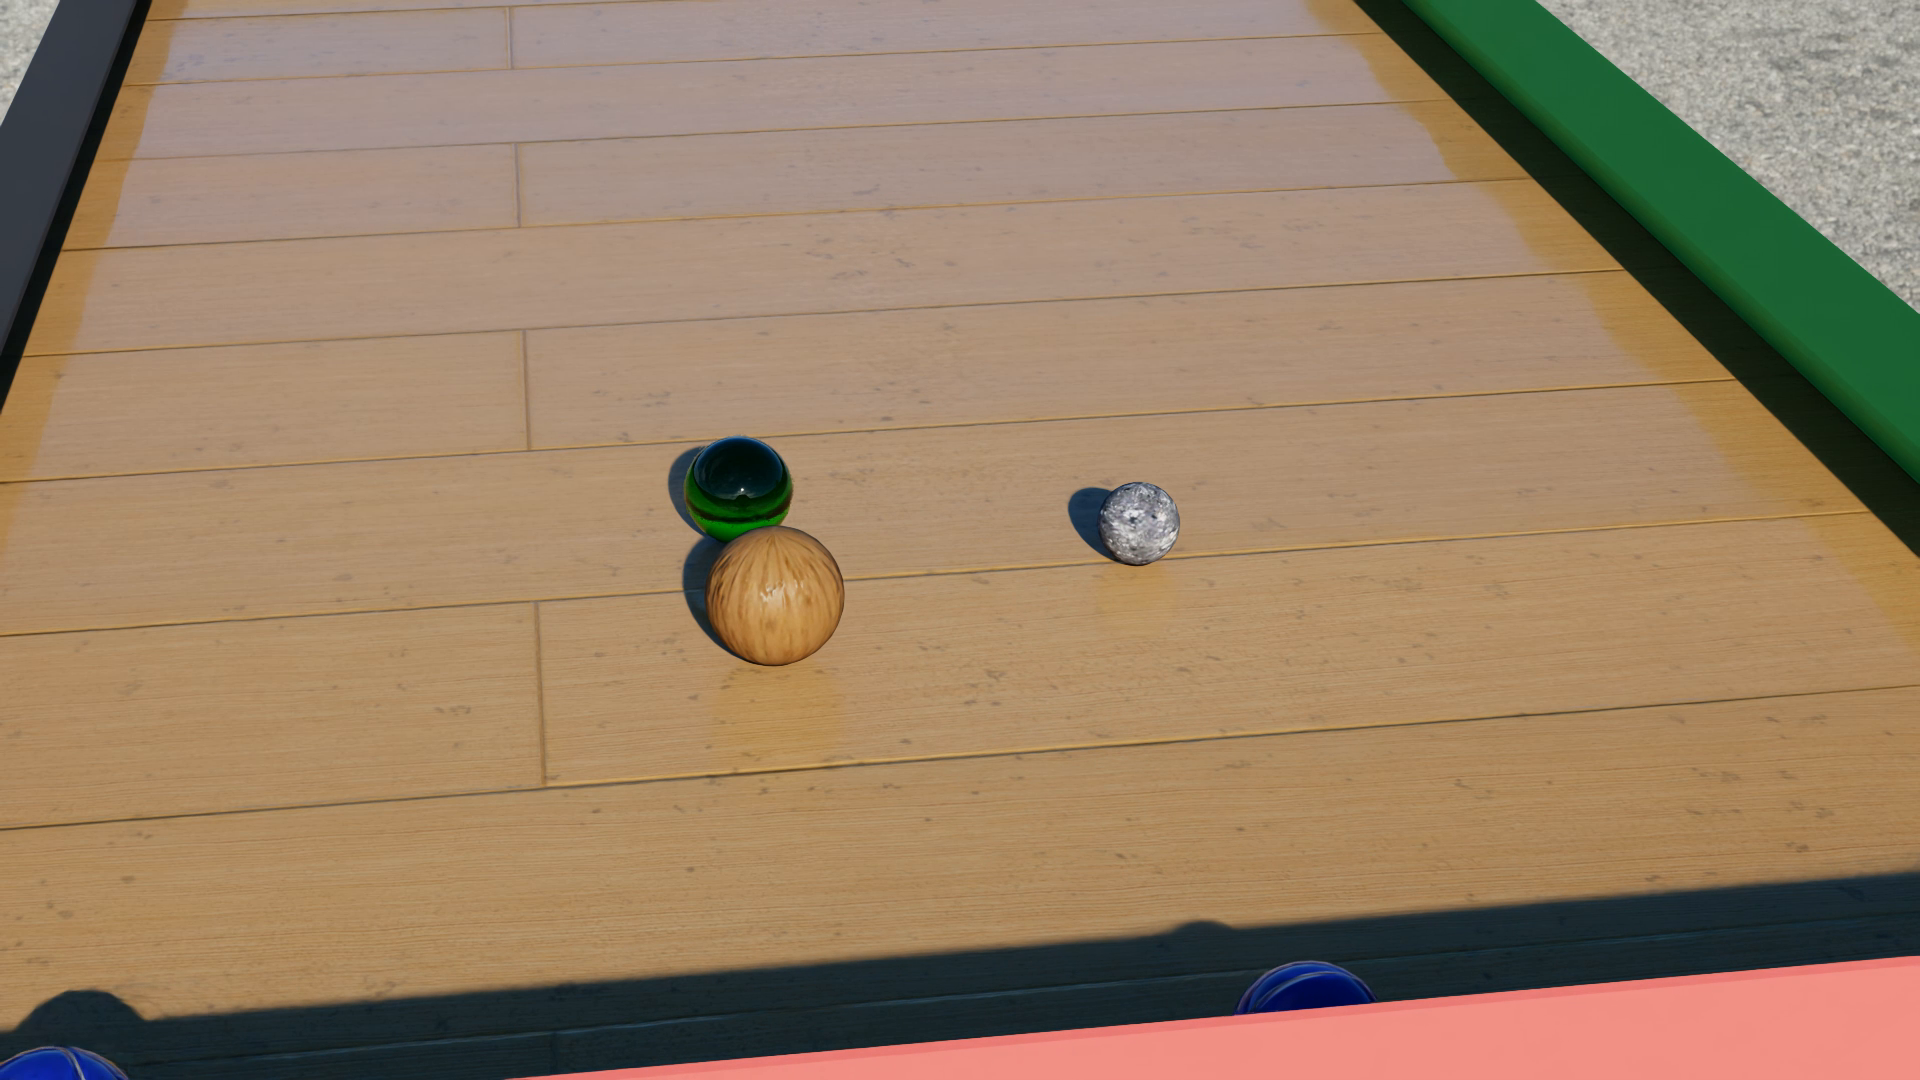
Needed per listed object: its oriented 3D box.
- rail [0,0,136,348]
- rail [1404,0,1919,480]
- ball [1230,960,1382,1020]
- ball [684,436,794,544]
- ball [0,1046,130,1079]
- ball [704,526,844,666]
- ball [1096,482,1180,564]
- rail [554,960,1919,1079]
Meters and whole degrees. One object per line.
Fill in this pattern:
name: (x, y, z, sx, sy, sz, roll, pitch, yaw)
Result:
rail: (-0.787, -0.263, 2.464, 0.045, 0.116, 2.708, -4, 26, -8)
rail: (0.586, -0.351, 2.649, 0.045, 0.116, 2.708, -4, 26, -8)
ball: (0.171, 0.247, 1.443, 0.080, 0.080, 0.080, 0, 26, 0)
ball: (-0.153, -0.034, 2.037, 0.075, 0.075, 0.075, 0, 26, 0)
ball: (-0.421, 0.279, 1.366, 0.088, 0.088, 0.088, 0, 26, 0)
ball: (-0.118, 0.035, 1.875, 0.090, 0.090, 0.090, 0, 26, 0)
ball: (0.122, -0.011, 2.010, 0.057, 0.057, 0.057, 0, 26, 0)
rail: (0.097, 0.261, 1.370, 1.435, 0.116, 0.045, -4, 26, -8)
